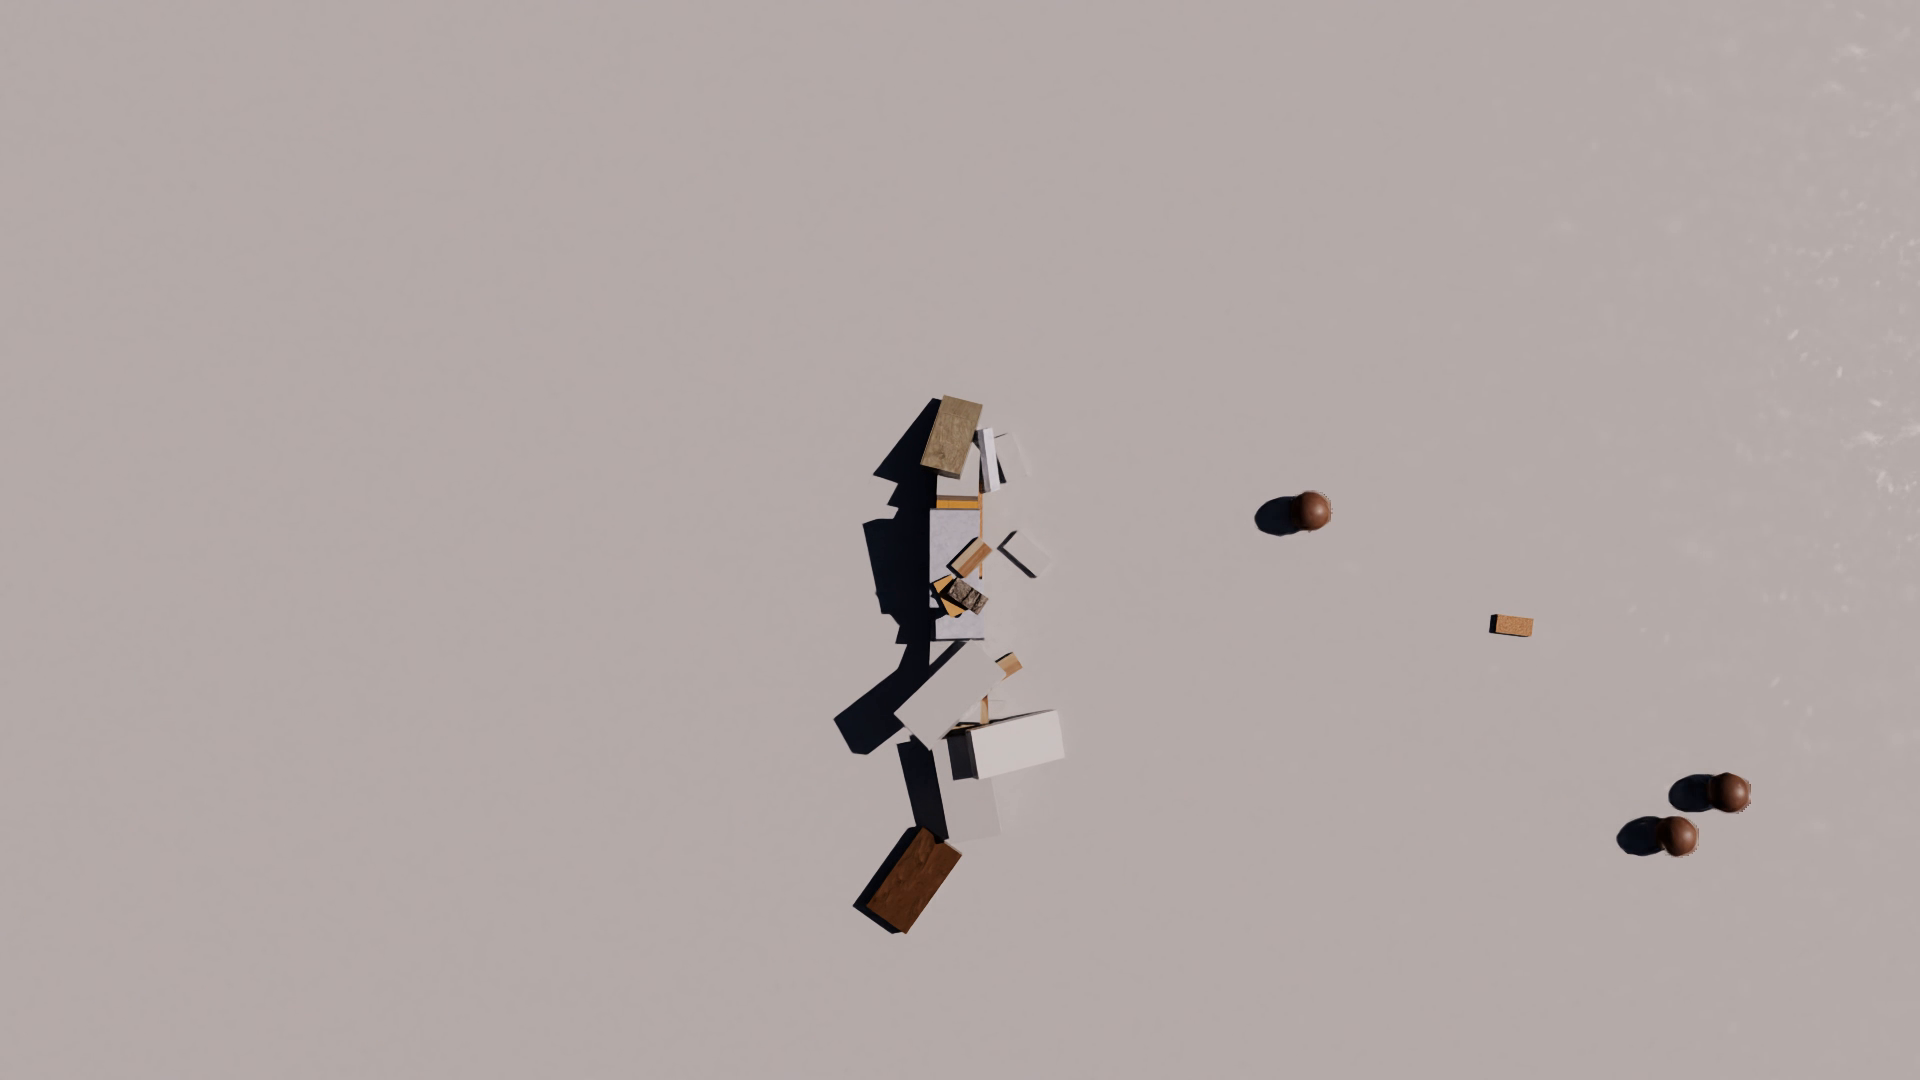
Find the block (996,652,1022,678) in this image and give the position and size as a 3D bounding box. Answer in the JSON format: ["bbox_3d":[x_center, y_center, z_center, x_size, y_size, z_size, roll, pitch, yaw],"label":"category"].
[{"bbox_3d":[0.142,0.431,5.492,0.120,0.017,0.060,-33,90,0],"label":"block"}]

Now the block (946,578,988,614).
[{"bbox_3d":[0.023,0.181,5.324,0.127,0.018,0.063,35,82,-15],"label":"block"}]

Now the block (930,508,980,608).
[{"bbox_3d":[-0.018,0.058,5.347,0.160,0.045,0.320,0,101,0],"label":"block"}]

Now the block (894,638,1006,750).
[{"bbox_3d":[-0.032,0.501,5.345,0.350,0.046,0.161,-43,74,-11],"label":"block"}]

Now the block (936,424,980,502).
[{"bbox_3d":[-0.004,-0.258,5.424,0.135,0.038,0.271,2,65,1],"label":"block"}]

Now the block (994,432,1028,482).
[{"bbox_3d":[0.165,-0.275,5.489,0.076,0.022,0.152,-20,90,0],"label":"block"}]

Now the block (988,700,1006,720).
[{"bbox_3d":[0.092,0.563,5.487,0.120,0.017,0.060,1,93,2],"label":"block"}]

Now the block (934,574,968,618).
[{"bbox_3d":[-0.029,0.181,5.338,0.063,0.018,0.127,-26,100,5],"label":"block"}]

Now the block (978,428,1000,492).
[{"bbox_3d":[0.096,-0.264,5.451,0.022,0.076,0.208,-5,96,26],"label":"block"}]

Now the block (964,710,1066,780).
[{"bbox_3d":[0.182,0.669,5.409,0.321,0.046,0.161,-11,92,-25],"label":"block"}]

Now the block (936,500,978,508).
[{"bbox_3d":[-0.007,-0.170,5.424,0.135,0.038,0.271,1,65,0],"label":"block"}]

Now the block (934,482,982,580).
[{"bbox_3d":[-0.006,-0.032,5.441,0.160,0.045,0.320,0,76,0],"label":"block"}]

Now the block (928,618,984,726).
[{"bbox_3d":[-0.014,0.432,5.417,0.172,0.049,0.345,1,71,4],"label":"block"}]

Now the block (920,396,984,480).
[{"bbox_3d":[-0.027,-0.338,5.419,0.135,0.038,0.271,15,66,7],"label":"block"}]

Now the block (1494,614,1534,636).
[{"bbox_3d":[1.844,0.284,5.492,0.120,0.017,0.060,7,90,0],"label":"block"}]

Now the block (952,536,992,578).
[{"bbox_3d":[0.039,0.056,5.314,0.063,0.018,0.127,43,98,-7],"label":"block"}]

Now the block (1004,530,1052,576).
[{"bbox_3d":[0.226,0.046,5.489,0.152,0.022,0.076,41,90,0],"label":"block"}]

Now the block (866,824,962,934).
[{"bbox_3d":[-0.151,1.127,5.477,0.161,0.046,0.321,35,90,0],"label":"block"}]

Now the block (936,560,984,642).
[{"bbox_3d":[-0.002,0.171,5.438,0.160,0.045,0.319,-1,75,0],"label":"block"}]

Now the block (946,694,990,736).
[{"bbox_3d":[0.010,0.639,5.462,0.172,0.049,0.345,-2,93,3],"label":"block"}]

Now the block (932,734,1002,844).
[{"bbox_3d":[0.022,0.812,5.422,0.172,0.049,0.345,-11,93,3],"label":"block"}]
